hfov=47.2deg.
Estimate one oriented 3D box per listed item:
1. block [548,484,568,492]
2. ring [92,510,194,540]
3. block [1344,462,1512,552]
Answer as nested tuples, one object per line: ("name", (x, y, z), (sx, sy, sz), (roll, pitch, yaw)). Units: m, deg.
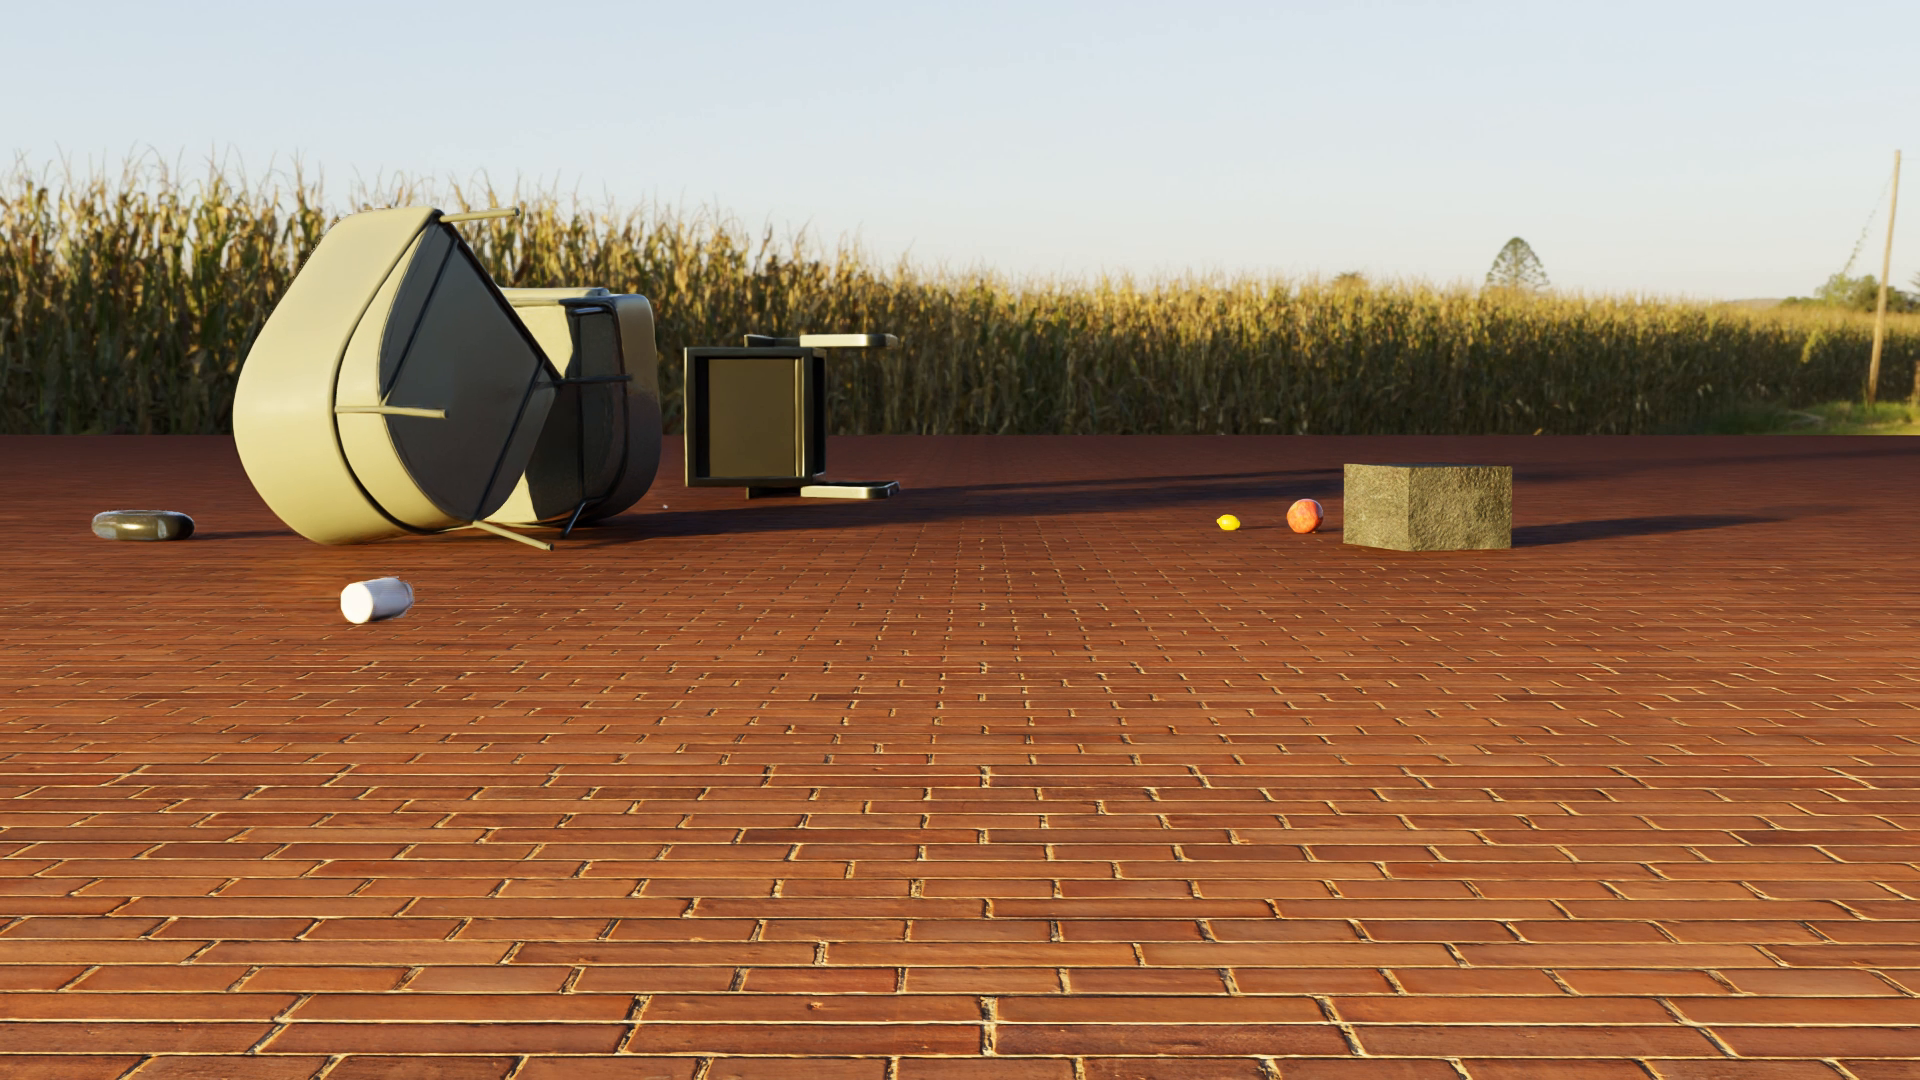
("block", (-1.748, -0.226, 9.573), (0.059, 0.037, 0.059), (-4, 5, -44))
("ring", (-2.446, -0.042, 6.582), (0.345, 0.082, 0.196), (2, 5, 20))
("block", (1.336, -0.099, 6.301), (0.334, 0.231, 0.353), (-1, 4, -20))
